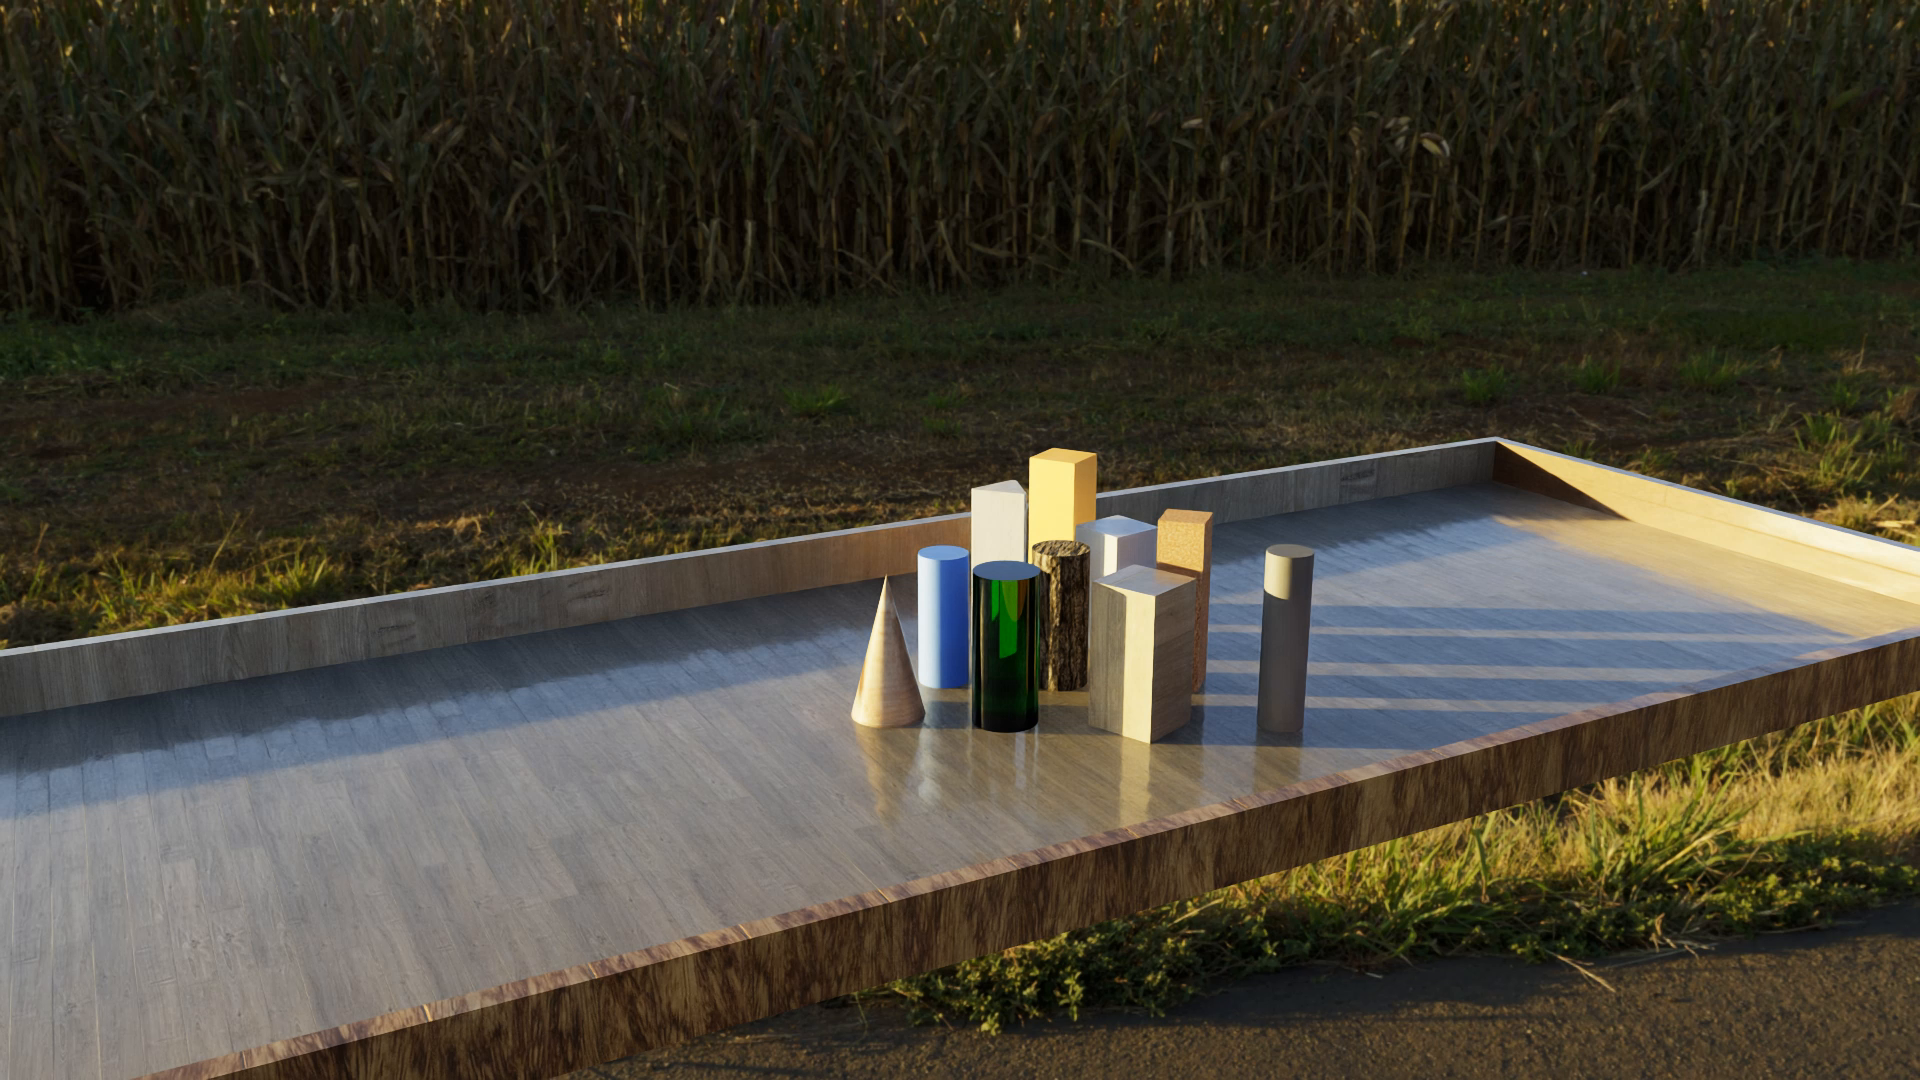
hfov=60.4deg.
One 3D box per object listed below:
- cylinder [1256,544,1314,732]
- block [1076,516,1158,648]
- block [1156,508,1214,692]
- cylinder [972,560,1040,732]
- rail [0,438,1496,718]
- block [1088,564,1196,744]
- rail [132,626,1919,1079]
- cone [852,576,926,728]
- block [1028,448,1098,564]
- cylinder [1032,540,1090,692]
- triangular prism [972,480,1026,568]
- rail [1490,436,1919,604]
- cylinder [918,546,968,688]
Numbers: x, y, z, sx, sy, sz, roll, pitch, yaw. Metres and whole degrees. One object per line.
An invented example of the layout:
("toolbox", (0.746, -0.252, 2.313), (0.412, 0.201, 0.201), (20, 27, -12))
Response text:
("cylinder", (0.753, 0.228, 3.824), (0.108, 0.425, 0.108), (0, 16, 0))
("block", (0.413, 0.120, 4.364), (0.156, 0.327, 0.156), (-13, 21, -37))
("block", (0.551, 0.149, 4.082), (0.114, 0.431, 0.114), (5, 17, 18))
("cylinder", (0.107, 0.248, 3.853), (0.158, 0.371, 0.158), (0, 16, 0))
("rail", (-3.305, 0.497, 3.399), (12.000, 0.150, 0.050), (-9, 18, -27))
("block", (0.423, 0.262, 3.836), (0.172, 0.354, 0.172), (13, 21, 38))
("rail", (-2.336, 1.006, 1.665), (12.000, 0.150, 0.050), (-9, 18, -27))
("cone", (-0.171, 0.247, 3.893), (0.177, 0.351, 0.177), (0, 16, 0))
("block", (0.286, -0.016, 4.608), (0.137, 0.452, 0.137), (10, 19, 30))
("cylinder", (0.248, 0.187, 4.100), (0.143, 0.349, 0.143), (0, 16, 0))
("triangular prism", (0.122, 0.064, 4.372), (0.148, 0.431, 0.128), (6, 17, 20))
("rail", (2.466, -0.048, 5.253), (0.050, 0.150, 2.100), (-9, 18, -27))
("cylinder", (-0.041, 0.191, 4.112), (0.126, 0.334, 0.126), (0, 16, 0))
